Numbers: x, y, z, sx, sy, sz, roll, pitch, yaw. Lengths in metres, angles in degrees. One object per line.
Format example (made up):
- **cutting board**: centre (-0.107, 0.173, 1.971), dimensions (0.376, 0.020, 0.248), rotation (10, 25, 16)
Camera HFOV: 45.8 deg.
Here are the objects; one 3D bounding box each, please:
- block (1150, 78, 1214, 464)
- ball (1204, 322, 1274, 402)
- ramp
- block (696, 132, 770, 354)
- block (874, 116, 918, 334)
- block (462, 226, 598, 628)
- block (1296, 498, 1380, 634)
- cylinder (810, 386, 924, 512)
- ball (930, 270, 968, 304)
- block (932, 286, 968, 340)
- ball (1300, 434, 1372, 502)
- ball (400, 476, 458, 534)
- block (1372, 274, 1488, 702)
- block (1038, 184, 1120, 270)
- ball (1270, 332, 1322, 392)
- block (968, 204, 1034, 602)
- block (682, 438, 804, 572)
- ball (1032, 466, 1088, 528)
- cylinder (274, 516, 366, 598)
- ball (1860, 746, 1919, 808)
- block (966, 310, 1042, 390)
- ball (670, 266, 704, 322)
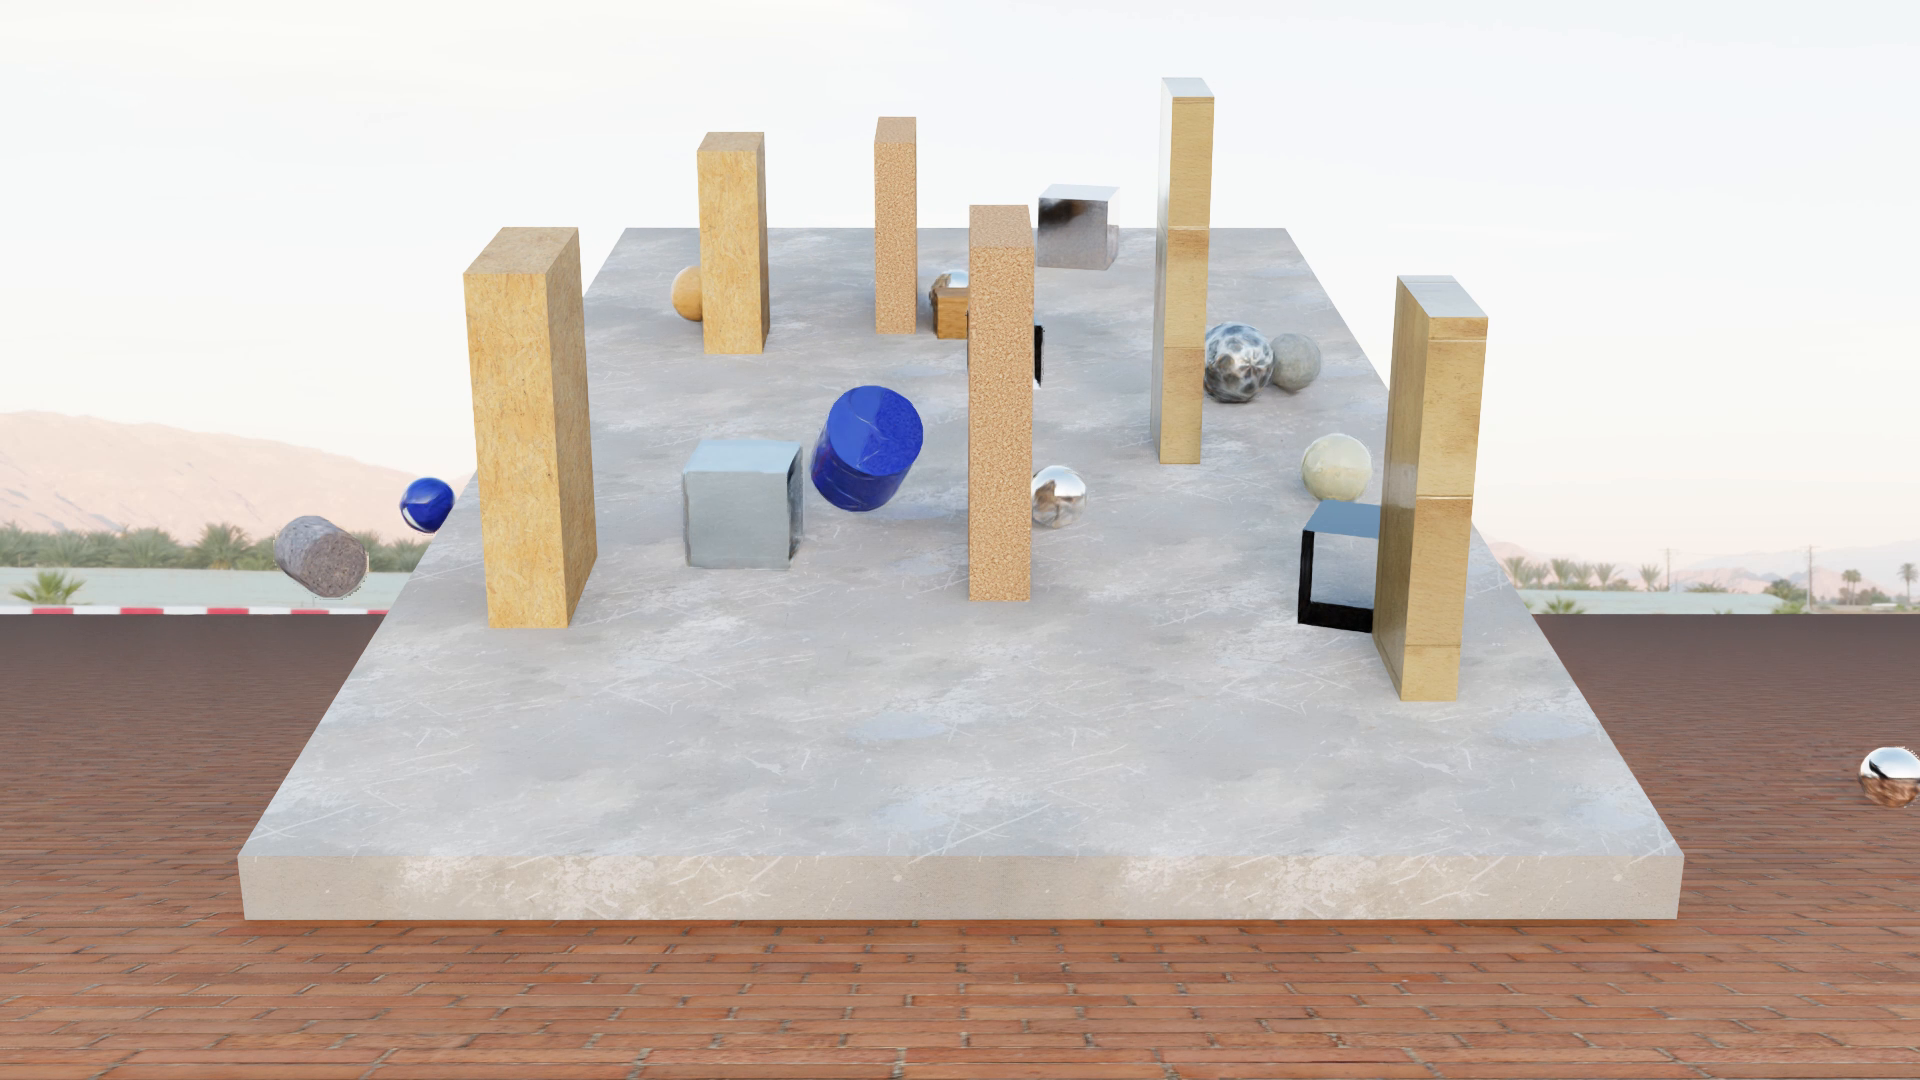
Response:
- **block**: centre (0.461, -0.560, 4.736), dimensions (0.084, 0.765, 0.250), rotation (0, 20, 0)
- **ball**: centre (0.620, -0.404, 5.152), dimensions (0.183, 0.183, 0.183), rotation (0, -2, 0)
- **ramp**: centre (-0.005, -0.209, 5.031), dimensions (2.000, 0.100, 4.000), rotation (0, 20, 0)
- **block**: centre (-0.554, -0.732, 5.583), dimensions (0.141, 0.498, 0.261), rotation (0, 20, 0)
- **block**: centre (-0.162, -0.812, 5.820), dimensions (0.100, 0.483, 0.377), rotation (0, 20, 0)
- **block**: centre (-0.742, -0.202, 3.964), dimensions (0.134, 0.623, 0.353), rotation (0, 20, 0)
- **block**: centre (0.694, 0.046, 3.949), dimensions (0.172, 0.172, 0.172), rotation (7, 21, 19)
- **cylinder**: centre (-0.176, -0.169, 4.232), dimensions (0.180, 0.180, 0.180), rotation (0, -21, -15)
- **ball**: centre (-0.011, -0.627, 5.823), dimensions (0.135, 0.135, 0.135), rotation (0, -2, 0)
- **block**: centre (-0.009, -0.572, 5.713), dimensions (0.107, 0.107, 0.107), rotation (-3, 20, -8)
- **ball**: centre (0.745, -0.140, 4.498), dimensions (0.142, 0.142, 0.142), rotation (0, -2, 0)
- **ball**: centre (-1.200, -0.080, 5.131), dimensions (0.130, 0.130, 0.130), rotation (0, -2, 0)
- **block**: centre (0.748, -0.084, 3.641), dimensions (0.089, 0.631, 0.266), rotation (0, 20, 0)
- **block**: centre (0.337, -0.889, 6.444), dimensions (0.199, 0.199, 0.199), rotation (5, 21, 13)
- **ball**: centre (0.767, -0.411, 5.243), dimensions (0.135, 0.135, 0.135), rotation (0, -2, 0)
- **block**: centre (0.070, -0.251, 4.076), dimensions (0.107, 0.639, 0.342), rotation (0, 20, 0)
- **block**: centre (-0.400, -0.067, 4.226), dimensions (0.190, 0.190, 0.190), rotation (2, 20, 4)
- **ball**: centre (0.187, -0.084, 4.376), dimensions (0.120, 0.120, 0.120), rotation (0, -2, 0)
- **cylinder**: centre (-1.537, 0.039, 5.457), dimensions (0.163, 0.163, 0.163), rotation (1, 14, -40)
- **ball**: centre (2.033, 0.517, 4.954), dimensions (0.132, 0.132, 0.132), rotation (0, -2, 0)
- **block**: centre (0.102, -0.443, 5.299), dimensions (0.154, 0.154, 0.154), rotation (-2, 20, -7)
- **ball**: centre (-0.672, -0.633, 5.824), dimensions (0.143, 0.143, 0.143), rotation (0, -2, 0)
